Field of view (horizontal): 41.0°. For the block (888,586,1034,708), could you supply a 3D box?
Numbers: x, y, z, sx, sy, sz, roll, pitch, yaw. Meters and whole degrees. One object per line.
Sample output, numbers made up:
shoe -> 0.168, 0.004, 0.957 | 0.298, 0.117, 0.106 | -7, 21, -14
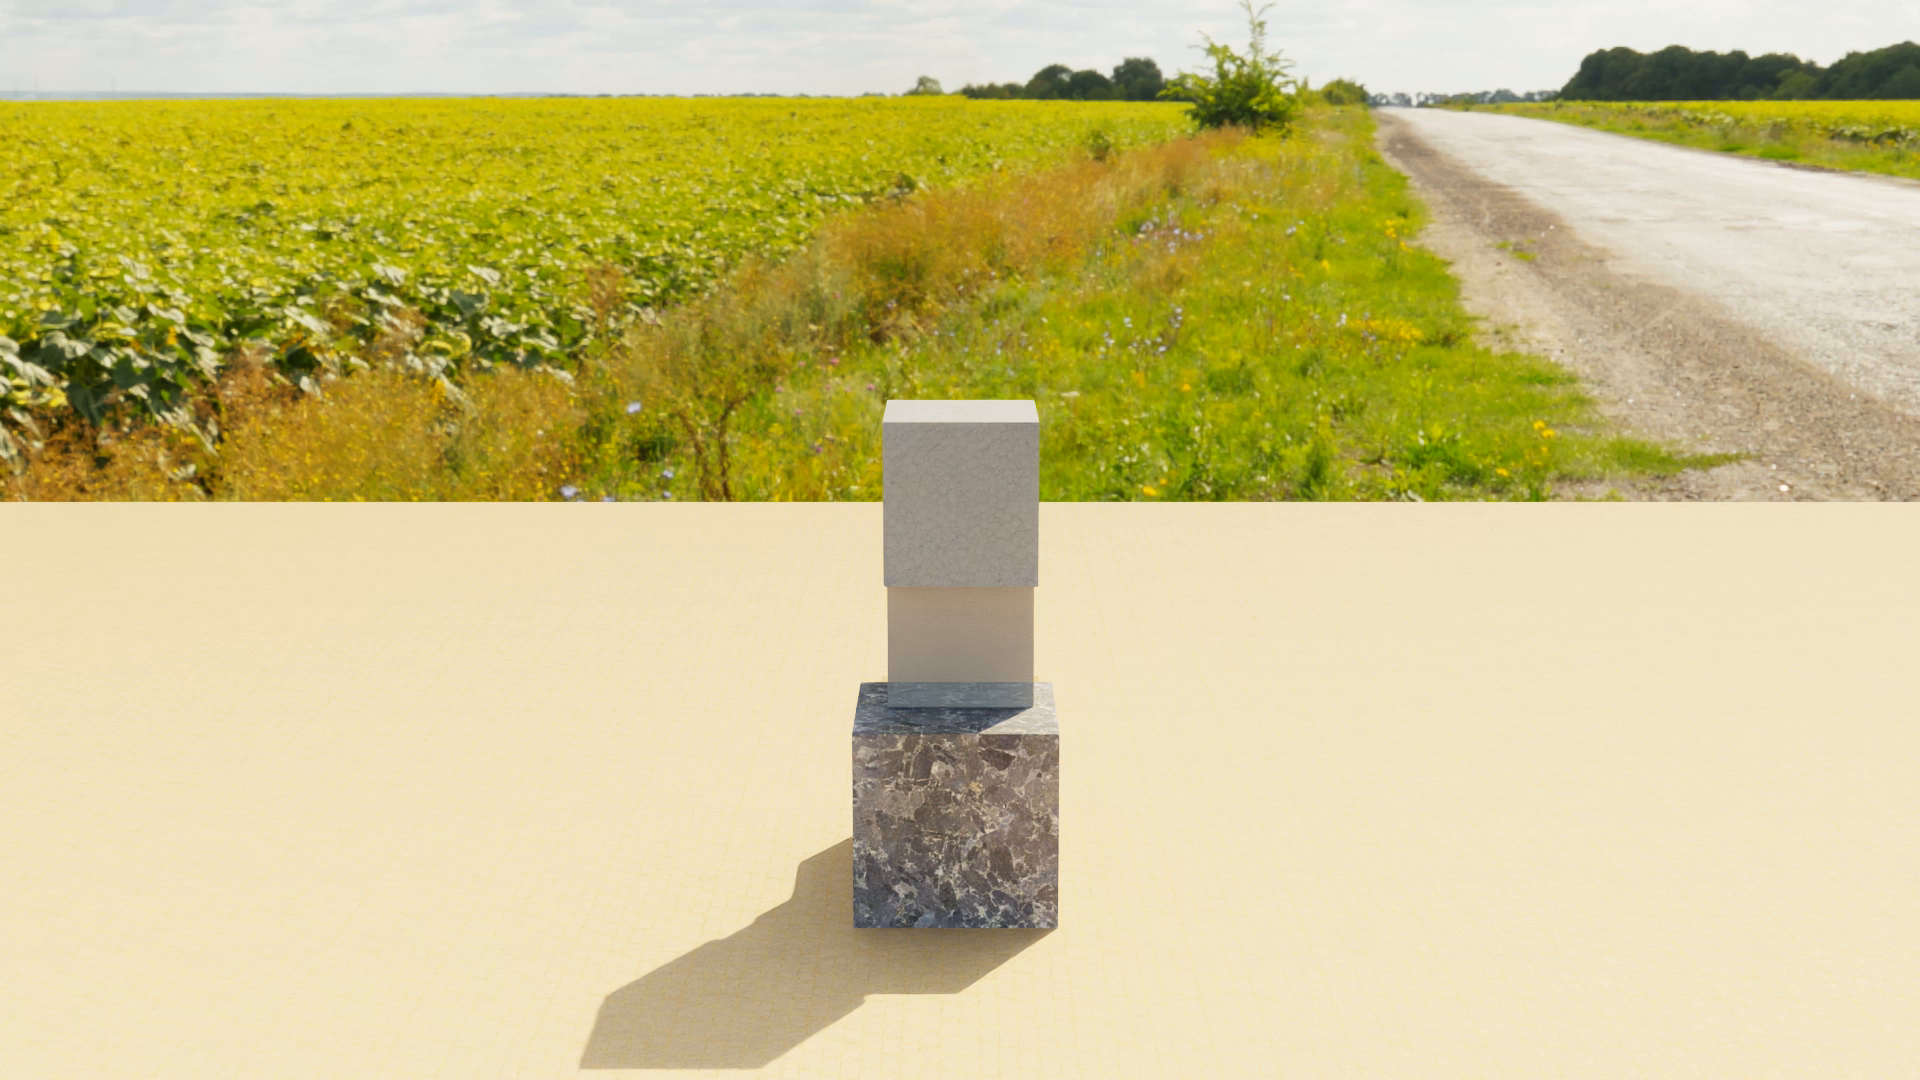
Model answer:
block -> 0.003, 0.395, 11.252 | 0.624, 0.535, 0.646 | 0, 10, 0

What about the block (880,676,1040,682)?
block -> 0.000, 1.045, 11.842 | 0.739, 0.707, 0.631 | 0, 10, 0

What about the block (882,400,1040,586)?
block -> 0.004, -0.213, 11.142 | 0.655, 0.701, 0.745 | 0, 10, 0

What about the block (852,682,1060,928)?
block -> -0.017, 1.124, 11.059 | 0.853, 0.832, 0.919 | 0, 10, 0
